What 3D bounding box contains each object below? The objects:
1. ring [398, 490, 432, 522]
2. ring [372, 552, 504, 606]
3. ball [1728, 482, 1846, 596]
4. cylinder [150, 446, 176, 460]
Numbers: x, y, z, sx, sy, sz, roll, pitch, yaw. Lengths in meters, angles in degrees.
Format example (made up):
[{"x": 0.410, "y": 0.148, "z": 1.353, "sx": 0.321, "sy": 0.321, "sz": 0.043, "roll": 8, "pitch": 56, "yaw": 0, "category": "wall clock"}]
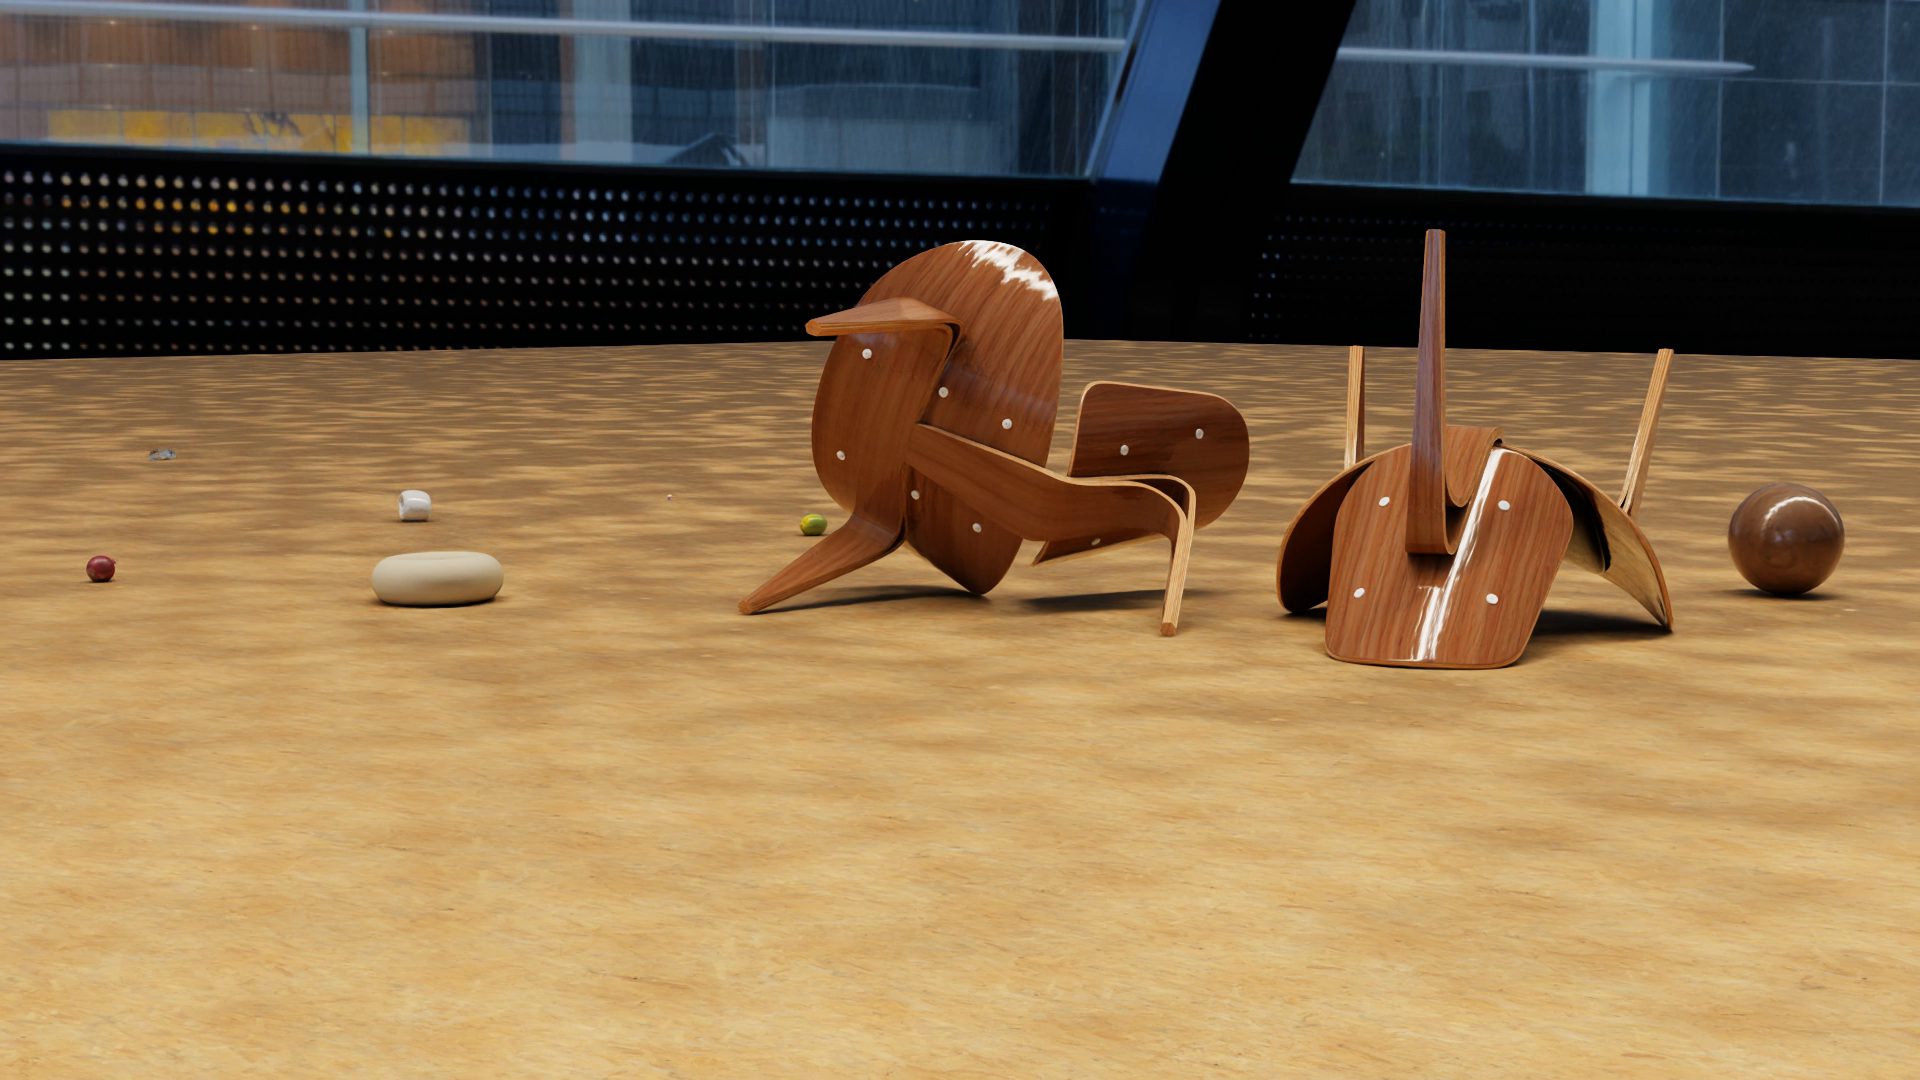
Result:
[{"x": -1.468, "y": -0.092, "z": 6.909, "sx": 0.074, "sy": 0.083, "sz": 0.121, "roll": 3, "pitch": 18, "yaw": -24, "category": "ring"}, {"x": -1.062, "y": 0.078, "z": 5.216, "sx": 0.264, "sy": 0.092, "sz": 0.272, "roll": -1, "pitch": 5, "yaw": 5, "category": "ring"}, {"x": 1.706, "y": -0.002, "z": 5.299, "sx": 0.232, "sy": 0.232, "sz": 0.232, "roll": 0, "pitch": 6, "yaw": 0, "category": "ball"}, {"x": -2.861, "y": -0.305, "z": 9.200, "sx": 0.058, "sy": 0.034, "sz": 0.073, "roll": 17, "pitch": 28, "yaw": 17, "category": "cylinder"}]
